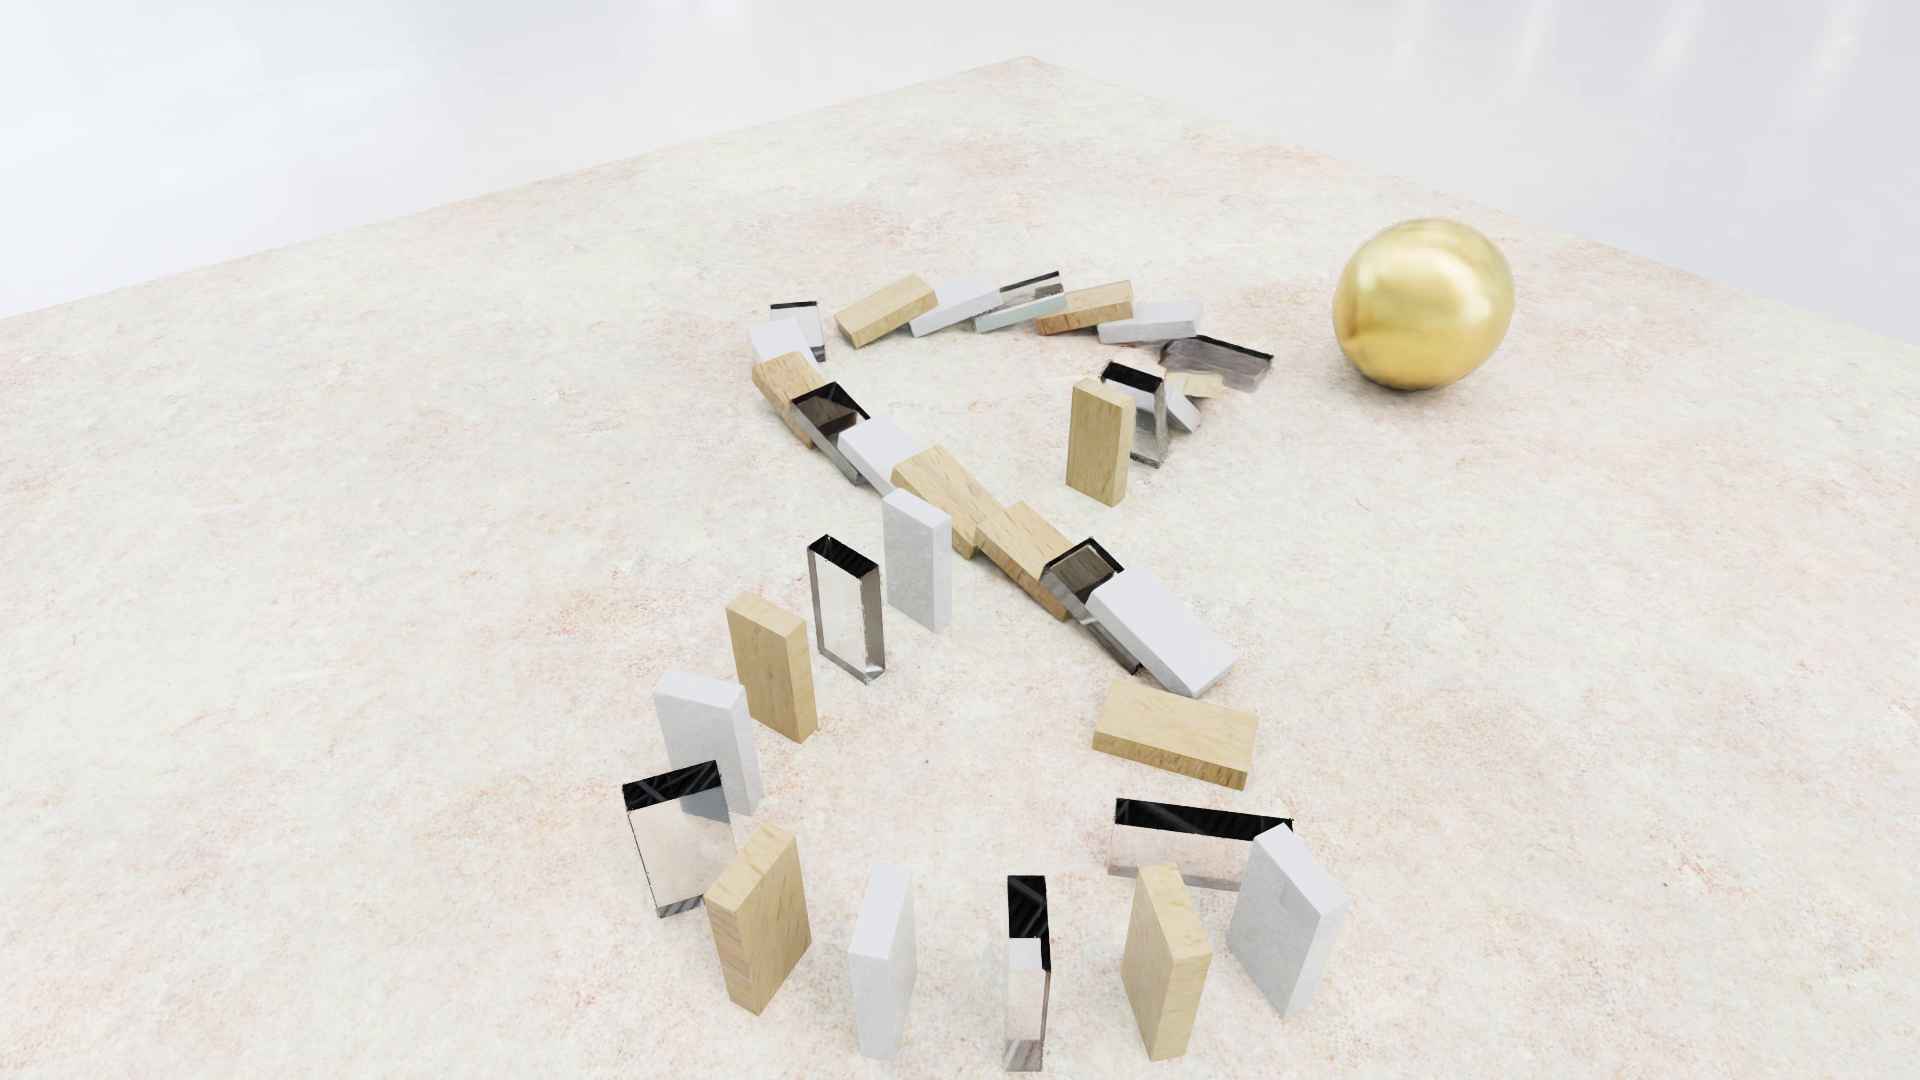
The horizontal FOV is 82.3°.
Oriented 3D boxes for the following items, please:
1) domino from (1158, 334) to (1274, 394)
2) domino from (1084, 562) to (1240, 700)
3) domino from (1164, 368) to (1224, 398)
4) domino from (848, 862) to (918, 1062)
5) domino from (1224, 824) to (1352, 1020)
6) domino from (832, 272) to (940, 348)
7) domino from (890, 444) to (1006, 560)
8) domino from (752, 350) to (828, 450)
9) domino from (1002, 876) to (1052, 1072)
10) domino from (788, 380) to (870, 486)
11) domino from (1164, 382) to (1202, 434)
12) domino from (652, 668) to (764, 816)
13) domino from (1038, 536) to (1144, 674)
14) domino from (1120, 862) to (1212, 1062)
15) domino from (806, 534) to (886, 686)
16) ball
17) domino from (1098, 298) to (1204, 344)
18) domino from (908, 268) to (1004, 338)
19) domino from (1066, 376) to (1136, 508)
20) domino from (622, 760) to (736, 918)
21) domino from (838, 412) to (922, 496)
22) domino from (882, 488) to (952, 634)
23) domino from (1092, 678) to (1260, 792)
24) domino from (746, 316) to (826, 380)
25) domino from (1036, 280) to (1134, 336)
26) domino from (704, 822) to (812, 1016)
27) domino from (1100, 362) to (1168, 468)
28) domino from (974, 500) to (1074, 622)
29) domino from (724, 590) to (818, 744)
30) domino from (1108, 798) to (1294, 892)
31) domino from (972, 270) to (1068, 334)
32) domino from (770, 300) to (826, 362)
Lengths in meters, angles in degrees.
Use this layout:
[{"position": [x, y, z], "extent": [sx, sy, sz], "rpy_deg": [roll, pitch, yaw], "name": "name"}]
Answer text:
[{"position": [0.129, -0.090, 0.554], "extent": [0.050, 0.010, 0.025], "rpy_deg": [23, 44, 25], "name": "domino"}, {"position": [0.071, 0.032, 0.389], "extent": [0.025, 0.010, 0.050], "rpy_deg": [-30, 63, -31], "name": "domino"}, {"position": [0.109, -0.074, 0.517], "extent": [0.025, 0.009, 0.050], "rpy_deg": [7, 12, 9], "name": "domino"}, {"position": [-0.019, 0.108, 0.280], "extent": [0.009, 0.050, 0.025], "rpy_deg": [7, 40, 9], "name": "domino"}, {"position": [0.085, 0.101, 0.289], "extent": [0.009, 0.050, 0.025], "rpy_deg": [-18, 43, -21], "name": "domino"}, {"position": [-0.039, -0.122, 0.581], "extent": [0.050, 0.009, 0.025], "rpy_deg": [-30, 44, -10], "name": "domino"}, {"position": [-0.003, -0.016, 0.453], "extent": [0.025, 0.009, 0.050], "rpy_deg": [-30, 64, -32], "name": "domino"}, {"position": [-0.073, -0.066, 0.513], "extent": [0.025, 0.009, 0.050], "rpy_deg": [-27, 63, -29], "name": "domino"}, {"position": [0.016, 0.110, 0.277], "extent": [0.010, 0.050, 0.025], "rpy_deg": [0, 39, 0], "name": "domino"}, {"position": [-0.051, -0.048, 0.492], "extent": [0.025, 0.009, 0.050], "rpy_deg": [-29, 64, -31], "name": "domino"}, {"position": [0.090, -0.062, 0.494], "extent": [0.025, 0.009, 0.050], "rpy_deg": [24, 2, 26], "name": "domino"}, {"position": [-0.076, 0.062, 0.335], "extent": [0.025, 0.050, 0.010], "rpy_deg": [10, 40, 12], "name": "domino"}, {"position": [0.056, 0.023, 0.405], "extent": [0.025, 0.009, 0.050], "rpy_deg": [-29, 63, -31], "name": "domino"}, {"position": [0.052, 0.108, 0.280], "extent": [0.009, 0.050, 0.025], "rpy_deg": [-8, 40, -9], "name": "domino"}, {"position": [-0.039, 0.025, 0.381], "extent": [0.025, 0.050, 0.010], "rpy_deg": [29, 47, 31], "name": "domino"}, {"position": [0.219, -0.111, 0.524], "extent": [0.080, 0.080, 0.080], "rpy_deg": [0, 39, 0], "name": "ball"}, {"position": [0.100, -0.114, 0.573], "extent": [0.050, 0.010, 0.025], "rpy_deg": [0, 37, 24], "name": "domino"}, {"position": [-0.005, -0.127, 0.587], "extent": [0.050, 0.009, 0.025], "rpy_deg": [-21, 41, 0], "name": "domino"}, {"position": [0.058, -0.040, 0.461], "extent": [0.025, 0.050, 0.009], "rpy_deg": [30, 48, 31], "name": "domino"}, {"position": [-0.077, 0.085, 0.308], "extent": [0.025, 0.050, 0.010], "rpy_deg": [-13, 41, -16], "name": "domino"}, {"position": [-0.027, -0.032, 0.472], "extent": [0.025, 0.010, 0.050], "rpy_deg": [-30, 64, -31], "name": "domino"}, {"position": [-0.015, 0.008, 0.402], "extent": [0.025, 0.050, 0.009], "rpy_deg": [30, 48, 31], "name": "domino"}, {"position": [0.072, 0.064, 0.365], "extent": [0.050, 0.010, 0.025], "rpy_deg": [13, 41, 16], "name": "domino"}, {"position": [-0.085, -0.087, 0.540], "extent": [0.025, 0.009, 0.050], "rpy_deg": [-16, 57, -19], "name": "domino"}, {"position": [0.066, -0.123, 0.583], "extent": [0.050, 0.009, 0.025], "rpy_deg": [-8, 37, 16], "name": "domino"}, {"position": [-0.052, 0.100, 0.289], "extent": [0.009, 0.050, 0.025], "rpy_deg": [19, 43, 22], "name": "domino"}, {"position": [0.076, -0.054, 0.477], "extent": [0.025, 0.050, 0.009], "rpy_deg": [24, 64, 26], "name": "domino"}, {"position": [0.031, 0.007, 0.427], "extent": [0.025, 0.010, 0.050], "rpy_deg": [-30, 59, -32], "name": "domino"}, {"position": [-0.061, 0.042, 0.360], "extent": [0.025, 0.050, 0.010], "rpy_deg": [23, 45, 26], "name": "domino"}, {"position": [0.069, 0.090, 0.321], "extent": [0.050, 0.025, 0.009], "rpy_deg": [6, 40, 7], "name": "domino"}, {"position": [0.031, -0.127, 0.588], "extent": [0.050, 0.009, 0.025], "rpy_deg": [-15, 39, 8], "name": "domino"}, {"position": [-0.085, -0.109, 0.576], "extent": [0.025, 0.010, 0.050], "rpy_deg": [-7, 40, -8], "name": "domino"}]
